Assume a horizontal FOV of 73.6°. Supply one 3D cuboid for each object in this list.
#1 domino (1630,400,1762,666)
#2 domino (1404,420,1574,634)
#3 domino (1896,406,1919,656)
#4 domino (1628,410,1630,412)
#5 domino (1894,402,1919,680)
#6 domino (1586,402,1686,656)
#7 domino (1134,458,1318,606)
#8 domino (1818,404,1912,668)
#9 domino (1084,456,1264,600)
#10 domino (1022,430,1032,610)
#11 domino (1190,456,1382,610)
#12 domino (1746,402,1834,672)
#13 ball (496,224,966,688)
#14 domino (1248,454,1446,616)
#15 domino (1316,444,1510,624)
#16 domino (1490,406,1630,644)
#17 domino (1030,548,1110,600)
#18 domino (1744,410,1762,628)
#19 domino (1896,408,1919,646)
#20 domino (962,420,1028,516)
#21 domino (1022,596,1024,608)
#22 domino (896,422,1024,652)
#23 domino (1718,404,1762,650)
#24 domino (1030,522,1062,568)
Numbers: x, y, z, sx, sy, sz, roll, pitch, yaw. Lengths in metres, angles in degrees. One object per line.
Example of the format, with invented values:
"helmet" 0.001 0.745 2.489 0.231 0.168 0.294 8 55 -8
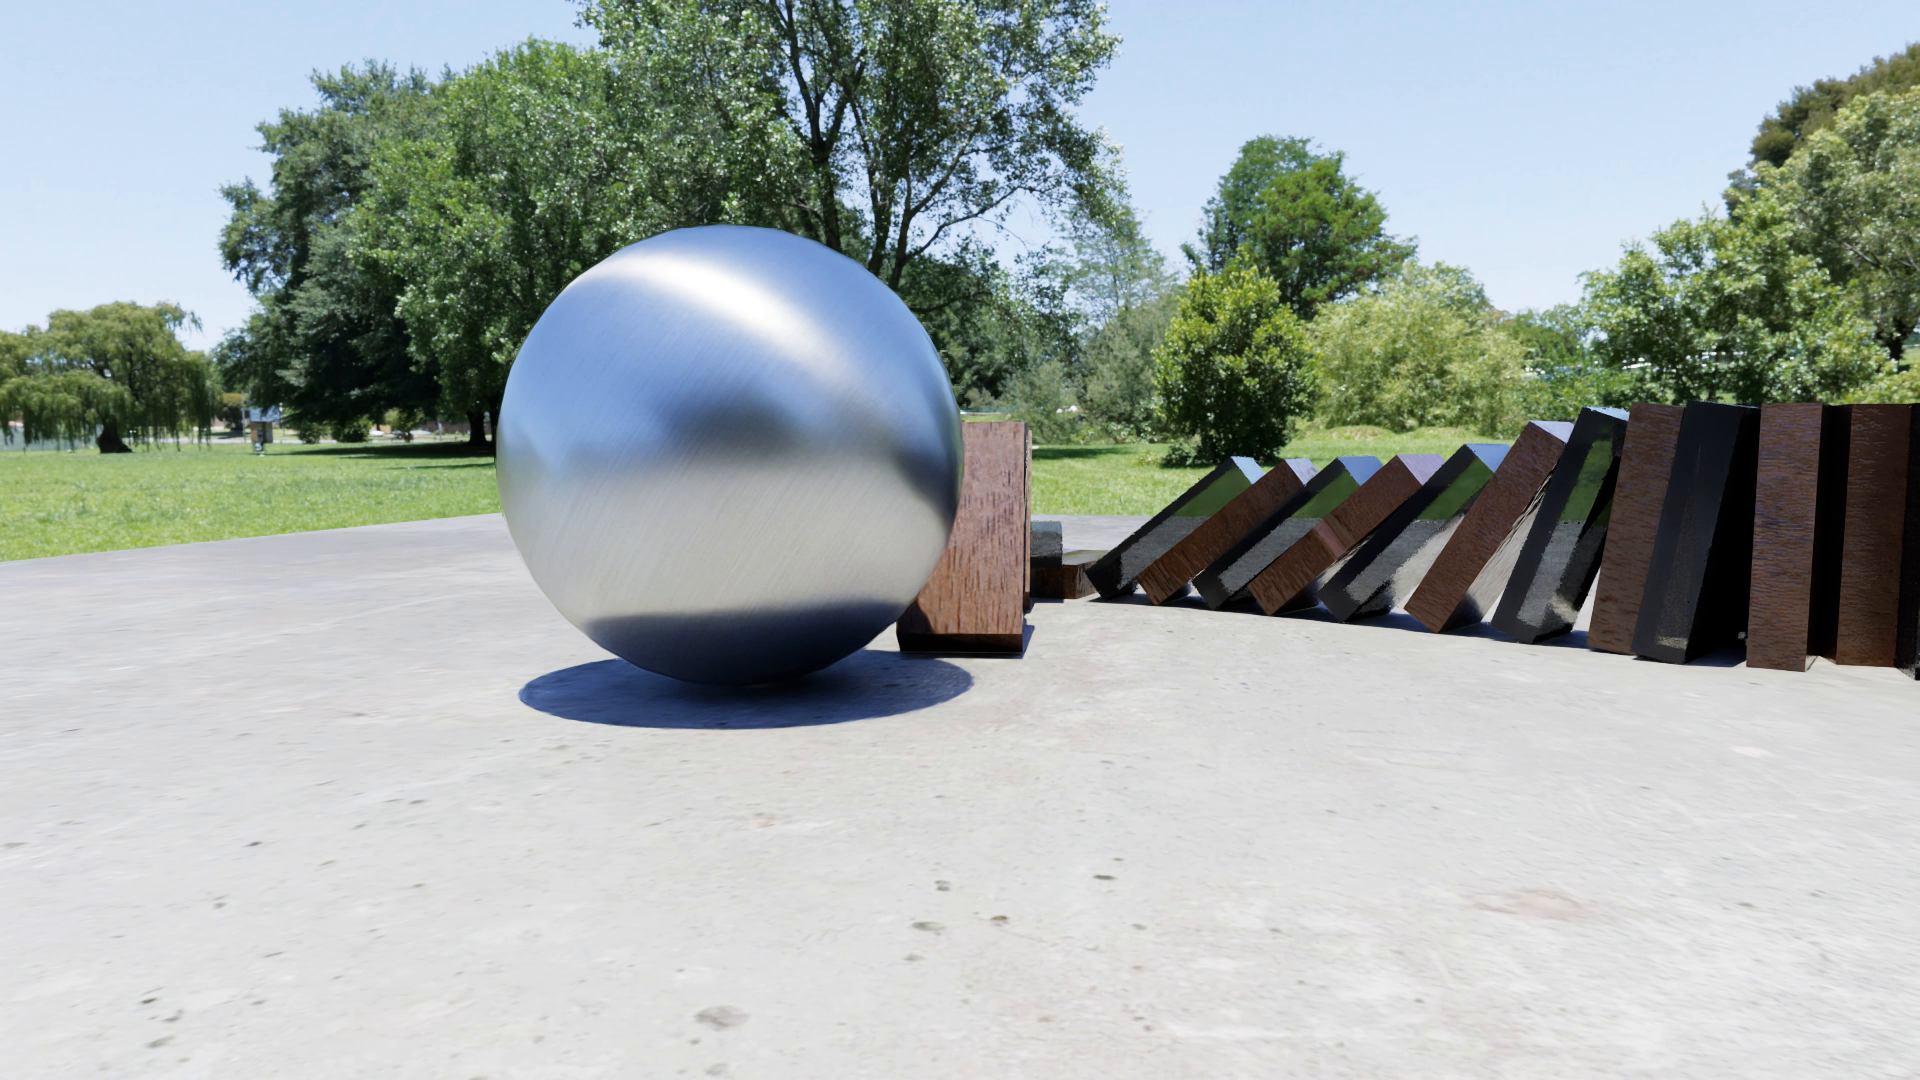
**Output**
"domino" 0.147 -0.002 0.254 0.009 0.050 0.025 17 14 41
"domino" 0.122 -0.003 0.288 0.025 0.050 0.010 -5 38 -47
"domino" 0.198 -0.002 0.257 0.010 0.050 0.025 -3 5 -38
"domino" 0.164 -0.004 0.292 0.025 0.050 0.009 2 5 26
"domino" 0.181 0.000 0.238 0.010 0.050 0.025 3 5 25
"domino" 0.143 -0.003 0.265 0.010 0.050 0.025 14 13 41
"domino" 0.072 -0.002 0.338 0.050 0.009 0.025 -41 -15 25
"domino" 0.178 -0.002 0.255 0.009 0.050 0.025 2 5 20
"domino" 0.059 -0.003 0.346 0.050 0.010 0.025 -40 -14 21
"domino" 0.006 -0.006 0.339 0.025 0.050 0.010 0 -32 4
"domino" 0.084 -0.002 0.325 0.025 0.010 0.050 -5 -33 -52
"domino" 0.162 -0.001 0.250 0.009 0.050 0.025 4 6 38
"ball" -0.039 -0.014 0.225 0.080 0.080 0.080 0 4 0
"domino" 0.096 -0.001 0.314 0.025 0.010 0.050 -5 -35 -48
"domino" 0.109 -0.001 0.301 0.025 0.050 0.010 -5 50 -47
"domino" 0.133 -0.003 0.276 0.009 0.050 0.025 30 23 38
"domino" 0.031 0.009 0.378 0.025 0.010 0.050 2 5 25
"domino" 0.183 -0.005 0.305 0.010 0.050 0.025 -2 5 -21
"domino" 0.203 -0.003 0.274 0.025 0.050 0.009 1 4 10
"domino" 0.001 -0.002 0.281 0.025 0.050 0.010 2 -28 4
"domino" 0.004 -0.005 0.327 0.025 0.050 0.009 0 -32 4
"domino" 0.001 -0.001 0.270 0.025 0.050 0.009 0 -28 3
"domino" 0.169 -0.003 0.270 0.025 0.050 0.010 -1 5 -31
"domino" 0.016 0.001 0.367 0.025 0.010 0.050 0 4 4
